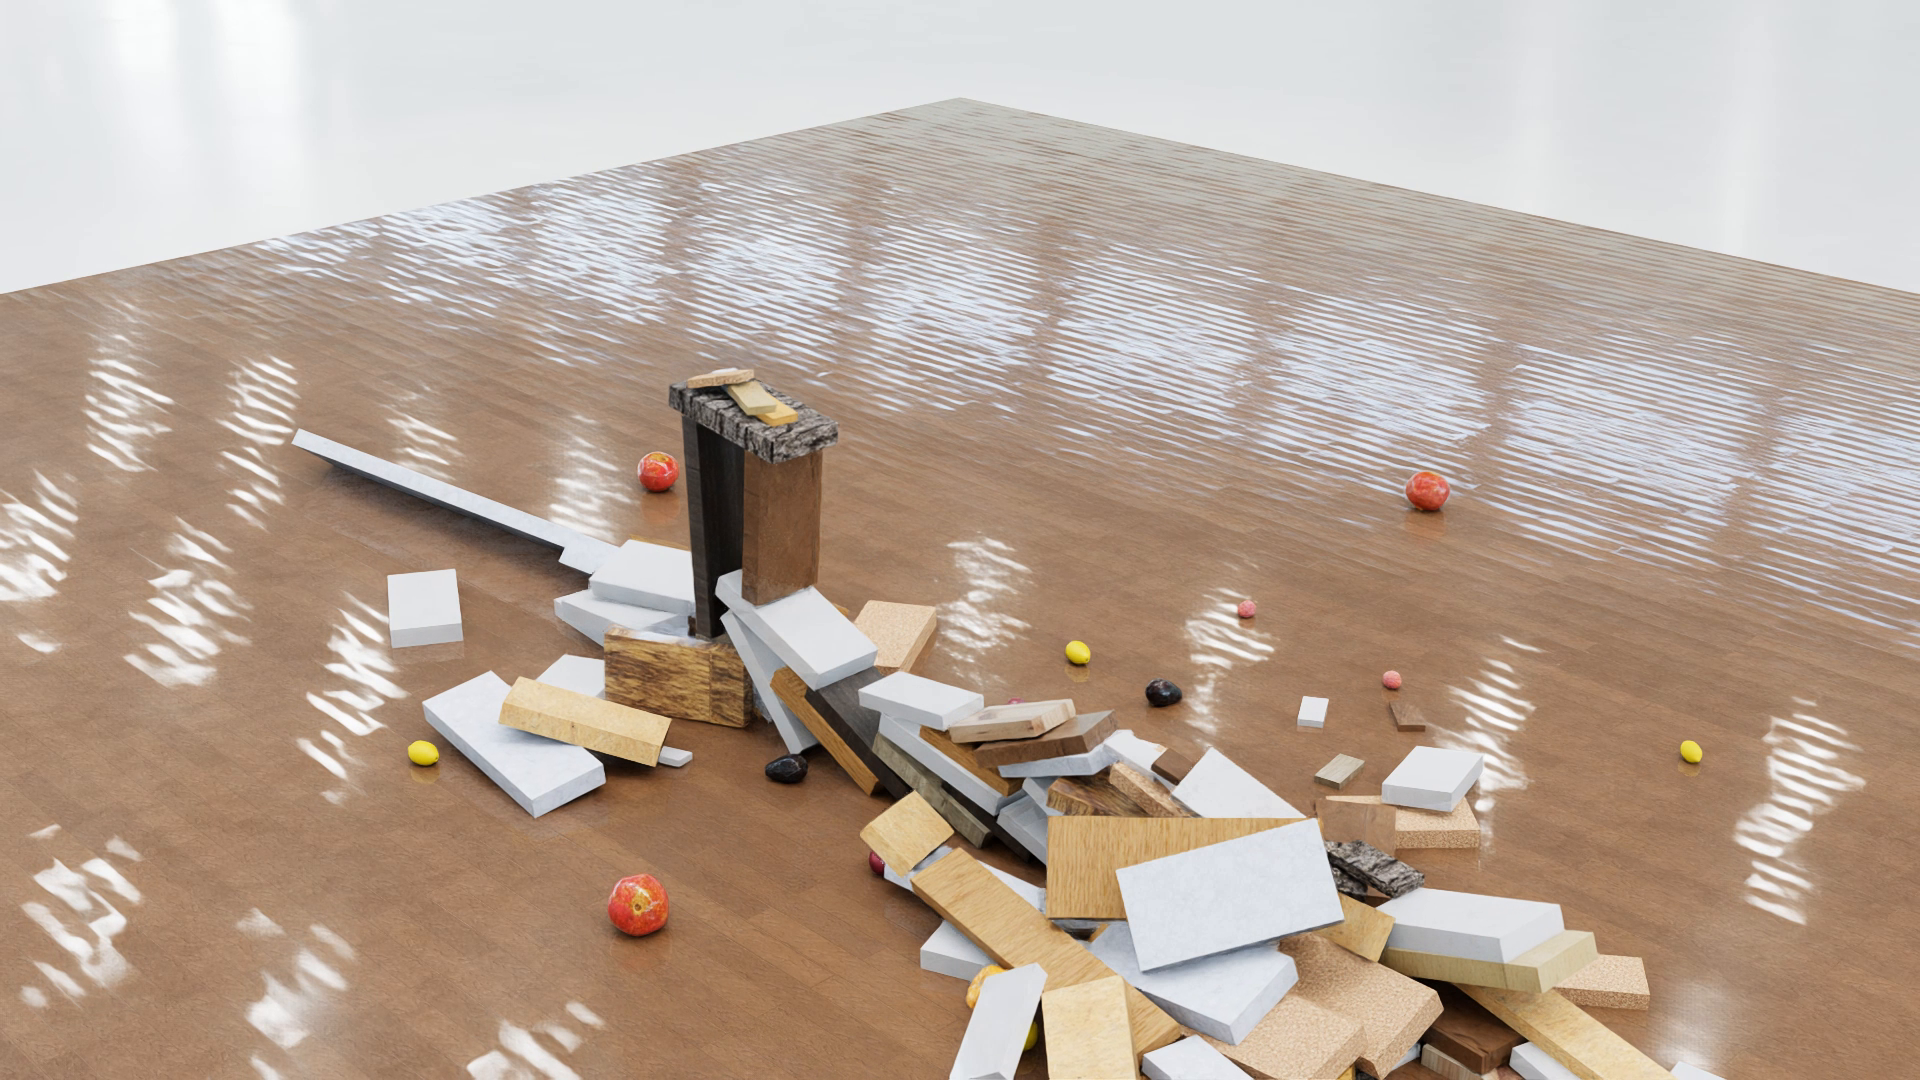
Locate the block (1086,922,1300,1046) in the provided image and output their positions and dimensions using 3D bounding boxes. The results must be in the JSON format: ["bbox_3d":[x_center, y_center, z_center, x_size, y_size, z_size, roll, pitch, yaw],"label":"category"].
[{"bbox_3d":[0.384,0.737,3.768,0.352,0.050,0.176,13,42,45],"label":"block"}]

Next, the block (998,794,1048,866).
[{"bbox_3d":[0.202,0.584,4.247,0.123,0.035,0.246,-22,49,-41],"label":"block"}]

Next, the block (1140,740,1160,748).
[{"bbox_3d":[0.374,0.457,4.663,0.055,0.016,0.111,14,27,30],"label":"block"}]

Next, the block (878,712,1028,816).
[{"bbox_3d":[0.010,0.418,4.395,0.325,0.046,0.162,33,38,32],"label":"block"}]

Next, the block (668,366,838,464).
[{"bbox_3d":[-0.433,-0.262,4.586,0.172,0.049,0.345,-21,37,-40],"label":"block"}]

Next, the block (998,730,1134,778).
[{"bbox_3d":[0.201,0.407,4.186,0.128,0.036,0.256,-26,11,-40],"label":"block"}]

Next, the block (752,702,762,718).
[{"bbox_3d":[-0.459,0.319,4.868,0.075,0.021,0.149,-25,72,-46],"label":"block"}]

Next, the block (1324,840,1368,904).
[{"bbox_3d":[0.595,0.587,3.992,0.285,0.040,0.143,12,30,7],"label":"block"}]

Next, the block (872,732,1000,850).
[{"bbox_3d":[-0.008,0.479,4.443,0.162,0.046,0.325,-22,50,-41],"label":"block"}]

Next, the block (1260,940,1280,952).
[{"bbox_3d":[0.445,0.708,3.881,0.234,0.033,0.117,-3,38,25],"label":"block"}]

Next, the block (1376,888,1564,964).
[{"bbox_3d":[0.846,0.651,3.730,0.158,0.045,0.315,-17,8,-35],"label":"block"}]

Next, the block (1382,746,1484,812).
[{"bbox_3d":[0.967,0.485,4.489,0.140,0.040,0.280,5,13,25],"label":"block"}]

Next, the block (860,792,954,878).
[{"bbox_3d":[-0.098,0.557,4.174,0.114,0.032,0.228,44,21,8],"label":"block"}]

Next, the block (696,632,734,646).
[{"bbox_3d":[-0.485,0.206,4.855,0.099,0.028,0.198,-21,12,-40],"label":"block"}]

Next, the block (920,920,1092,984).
[{"bbox_3d":[0.091,0.748,3.946,0.290,0.041,0.145,10,25,22],"label":"block"}]

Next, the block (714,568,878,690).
[{"bbox_3d":[-0.348,0.172,4.671,0.169,0.048,0.338,-21,52,-41],"label":"block"}]

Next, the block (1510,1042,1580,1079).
[{"bbox_3d":[1.018,0.886,3.541,0.124,0.035,0.247,-11,29,-27],"label":"block"}]

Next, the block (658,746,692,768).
[{"bbox_3d":[-0.628,0.455,4.659,0.108,0.015,0.054,10,17,22],"label":"block"}]

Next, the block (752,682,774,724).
[{"bbox_3d":[-0.438,0.304,4.857,0.099,0.028,0.198,-23,69,-46],"label":"block"}]

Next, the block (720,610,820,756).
[{"bbox_3d":[-0.363,0.281,4.734,0.169,0.338,0.048,-21,-11,-41],"label":"block"}]

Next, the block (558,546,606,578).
[{"bbox_3d":[-0.826,0.097,5.371,0.296,0.042,0.148,18,-10,36],"label":"block"}]

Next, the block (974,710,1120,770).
[{"bbox_3d":[0.165,0.380,4.191,0.256,0.036,0.128,-13,11,36],"label":"block"}]

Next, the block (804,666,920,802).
[{"bbox_3d":[-0.158,0.395,4.568,0.162,0.046,0.325,-22,57,-41],"label":"block"}]

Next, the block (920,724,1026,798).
[{"bbox_3d":[0.046,0.412,4.340,0.236,0.033,0.118,32,38,31],"label":"block"}]

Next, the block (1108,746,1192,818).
[{"bbox_3d":[0.405,0.473,3.989,0.128,0.036,0.256,-17,38,-37],"label":"block"}]

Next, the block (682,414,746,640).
[{"bbox_3d":[-0.503,-0.048,4.766,0.172,0.505,0.049,-21,29,-41],"label":"block"}]

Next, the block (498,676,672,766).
[{"bbox_3d":[-0.787,0.381,4.630,0.337,0.048,0.168,16,14,-4],"label":"block"}]

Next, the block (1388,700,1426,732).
[{"bbox_3d":[0.981,0.387,4.829,0.058,0.016,0.116,0,23,0],"label":"block"}]

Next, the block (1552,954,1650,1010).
[{"bbox_3d":[1.093,0.775,3.891,0.230,0.033,0.115,3,23,8],"label":"block"}]

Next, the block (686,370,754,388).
[{"bbox_3d":[-0.500,-0.336,4.589,0.125,0.018,0.063,-5,12,21],"label":"block"}]

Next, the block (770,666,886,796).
[{"bbox_3d":[-0.228,0.378,4.628,0.169,0.048,0.338,-22,57,-41],"label":"block"}]

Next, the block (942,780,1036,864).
[{"bbox_3d":[0.092,0.527,4.347,0.123,0.035,0.246,-22,50,-41],"label":"block"}]

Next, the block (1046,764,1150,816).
[{"bbox_3d":[0.320,0.497,4.091,0.285,0.040,0.143,20,31,27],"label":"block"}]

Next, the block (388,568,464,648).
[{"bbox_3d":[-1.295,0.163,5.318,0.163,0.046,0.327,-6,24,-13],"label":"block"}]

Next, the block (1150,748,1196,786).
[{"bbox_3d":[0.411,0.426,3.962,0.123,0.017,0.062,32,38,20],"label":"block"}]

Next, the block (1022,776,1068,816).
[{"bbox_3d":[0.244,0.523,4.195,0.123,0.035,0.246,-18,51,-39],"label":"block"}]

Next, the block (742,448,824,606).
[{"bbox_3d":[-0.373,-0.047,4.612,0.049,0.345,0.172,27,34,38],"label":"block"}]

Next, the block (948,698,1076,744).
[{"bbox_3d":[0.100,0.351,4.263,0.118,0.033,0.236,-23,9,-42],"label":"block"}]

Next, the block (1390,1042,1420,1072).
[{"bbox_3d":[0.694,0.844,3.742,0.081,0.023,0.163,-16,28,-33],"label":"block"}]

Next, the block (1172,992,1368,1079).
[{"bbox_3d":[0.492,0.819,3.664,0.169,0.048,0.337,-35,32,-31],"label":"block"}]

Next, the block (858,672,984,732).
[{"bbox_3d":[-0.079,0.322,4.415,0.236,0.033,0.118,13,26,42],"label":"block"}]

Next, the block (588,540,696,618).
[{"bbox_3d":[-0.684,0.092,5.167,0.336,0.048,0.168,11,39,27],"label":"block"}]
